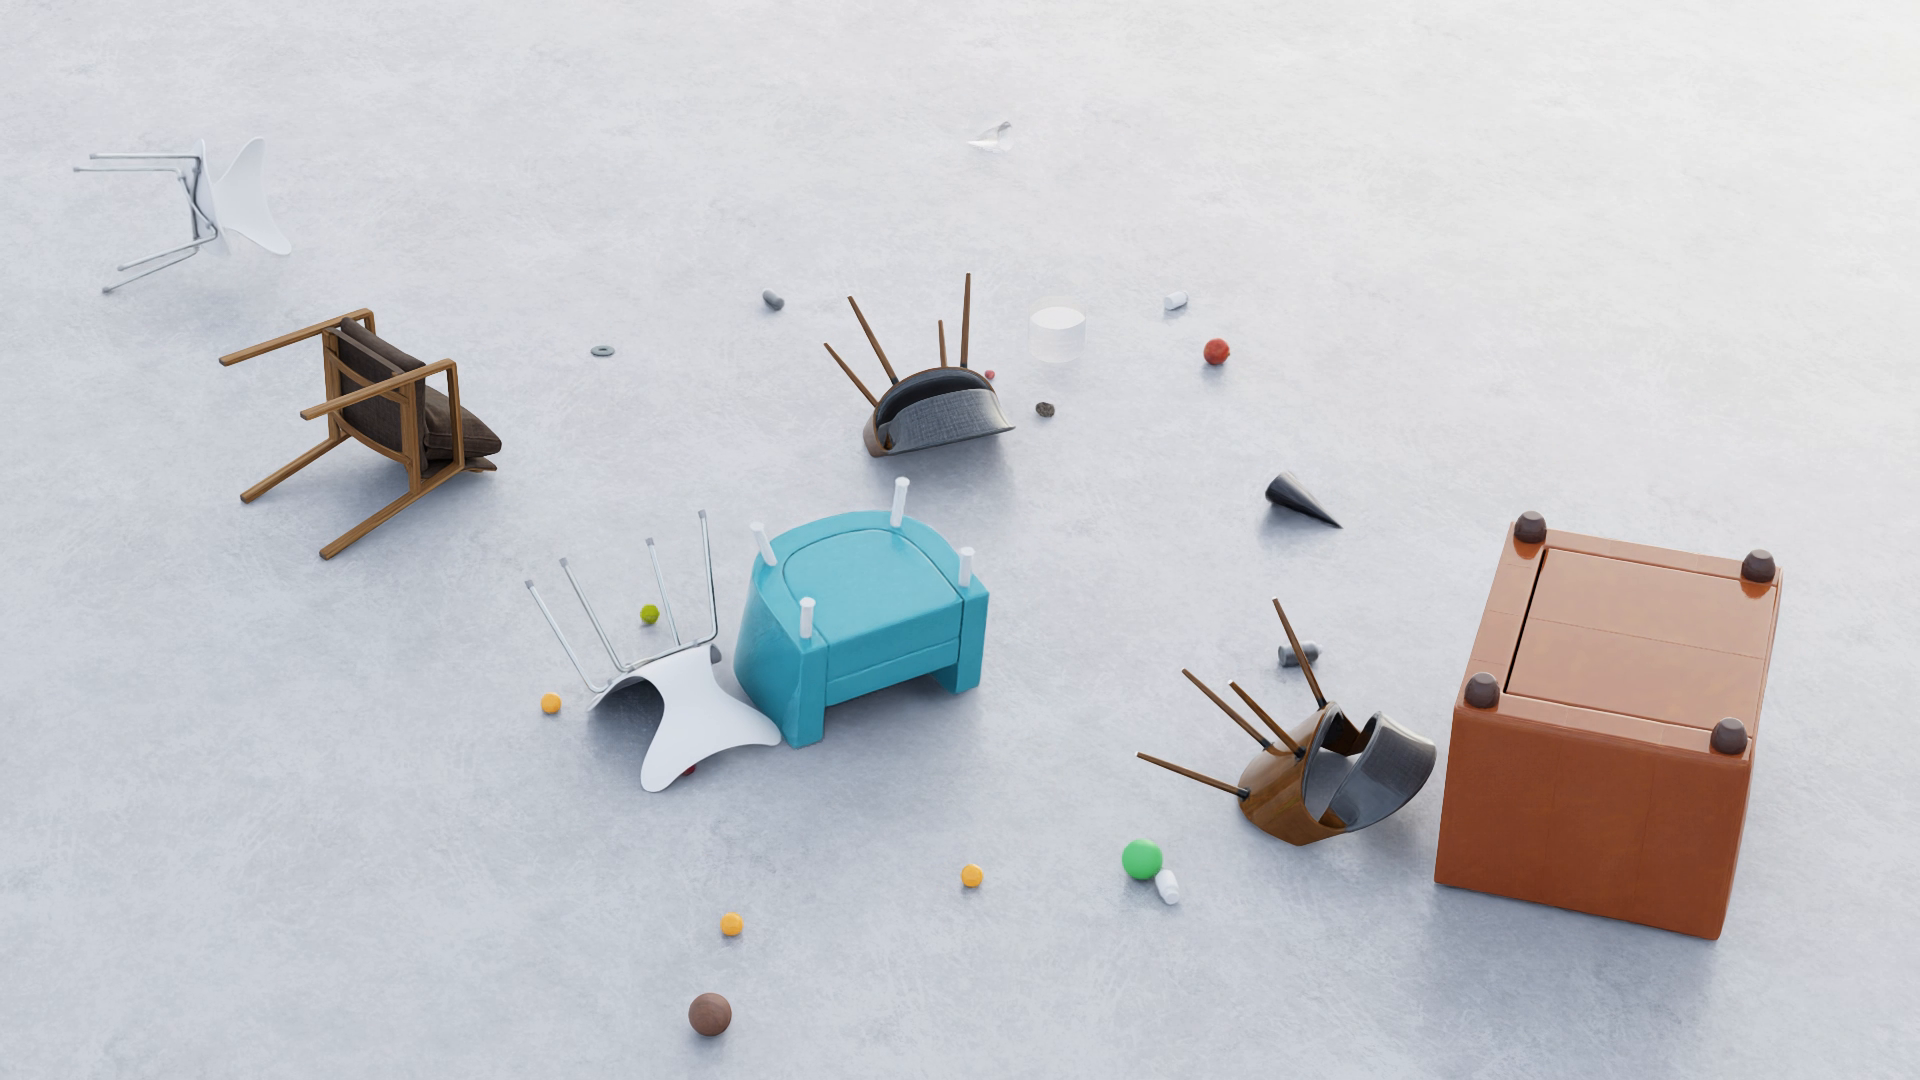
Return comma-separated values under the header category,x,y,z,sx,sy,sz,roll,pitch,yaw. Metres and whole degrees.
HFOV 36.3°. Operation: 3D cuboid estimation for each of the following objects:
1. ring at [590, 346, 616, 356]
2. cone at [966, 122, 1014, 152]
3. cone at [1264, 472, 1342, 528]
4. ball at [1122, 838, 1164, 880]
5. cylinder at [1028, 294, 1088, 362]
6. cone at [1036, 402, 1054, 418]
category,x,y,z,sx,sy,sz,roll,pitch,yaw
ring,-1.476,-0.783,12.119,0.103,0.016,0.078,2,34,3
cone,0.118,-1.874,13.730,0.214,0.135,0.212,-5,25,26
cone,1.324,-0.123,11.057,0.303,0.134,0.258,34,15,19
ball,0.579,1.011,9.290,0.131,0.131,0.131,0,33,0
cylinder,0.403,-0.874,12.126,0.244,0.159,0.294,5,34,7
cone,0.358,-0.531,11.724,0.085,0.061,0.103,19,21,17
